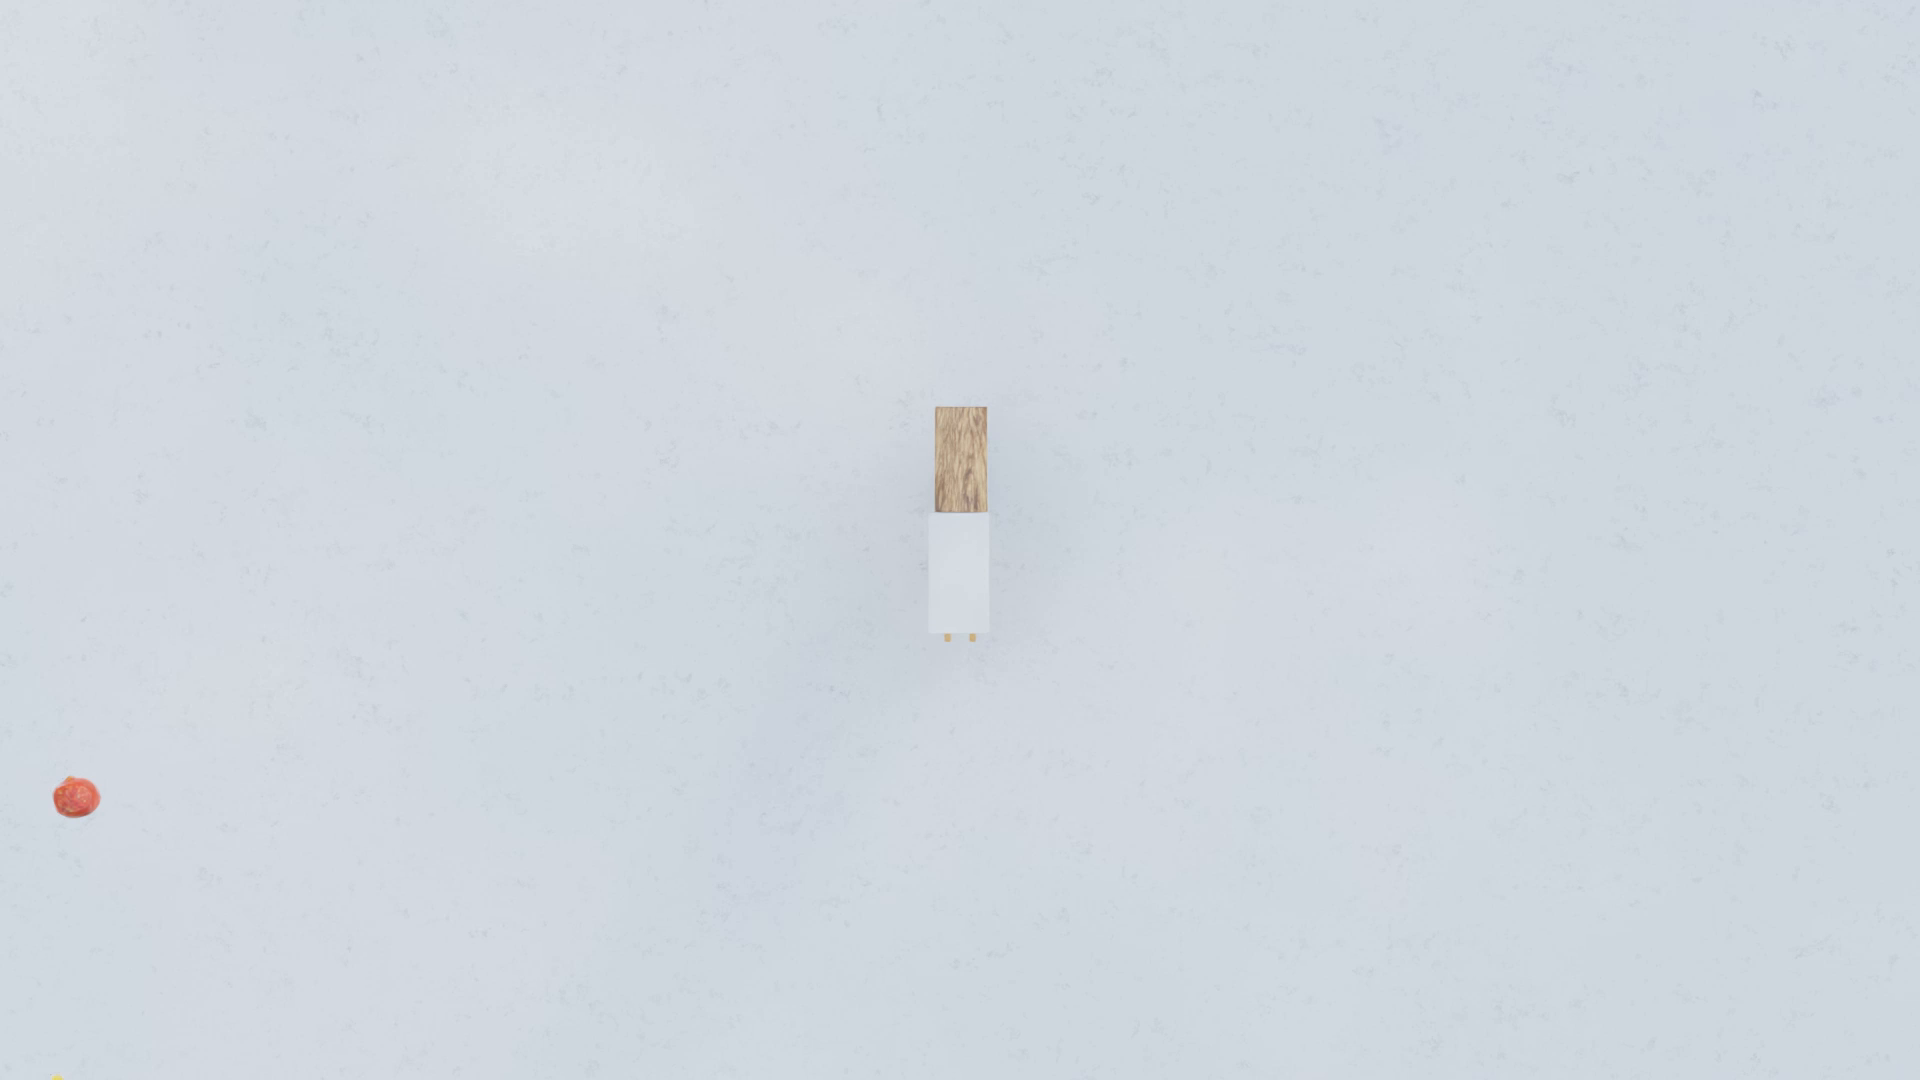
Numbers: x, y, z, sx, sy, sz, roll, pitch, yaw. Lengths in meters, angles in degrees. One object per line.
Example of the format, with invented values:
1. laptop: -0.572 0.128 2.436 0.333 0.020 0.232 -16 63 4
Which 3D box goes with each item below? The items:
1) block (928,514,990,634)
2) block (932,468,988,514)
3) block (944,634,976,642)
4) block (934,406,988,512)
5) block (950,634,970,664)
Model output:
1. block: -0.003 0.095 4.740 0.171 0.049 0.343 0 90 0
2. block: 0.000 -0.051 5.132 0.172 0.049 0.344 0 90 0
3. block: 0.000 0.226 5.286 0.100 0.028 0.200 0 90 0
4. block: 0.003 -0.233 4.782 0.152 0.043 0.304 0 90 0
5. block: 0.000 0.329 5.150 0.057 0.016 0.113 -1 90 0
